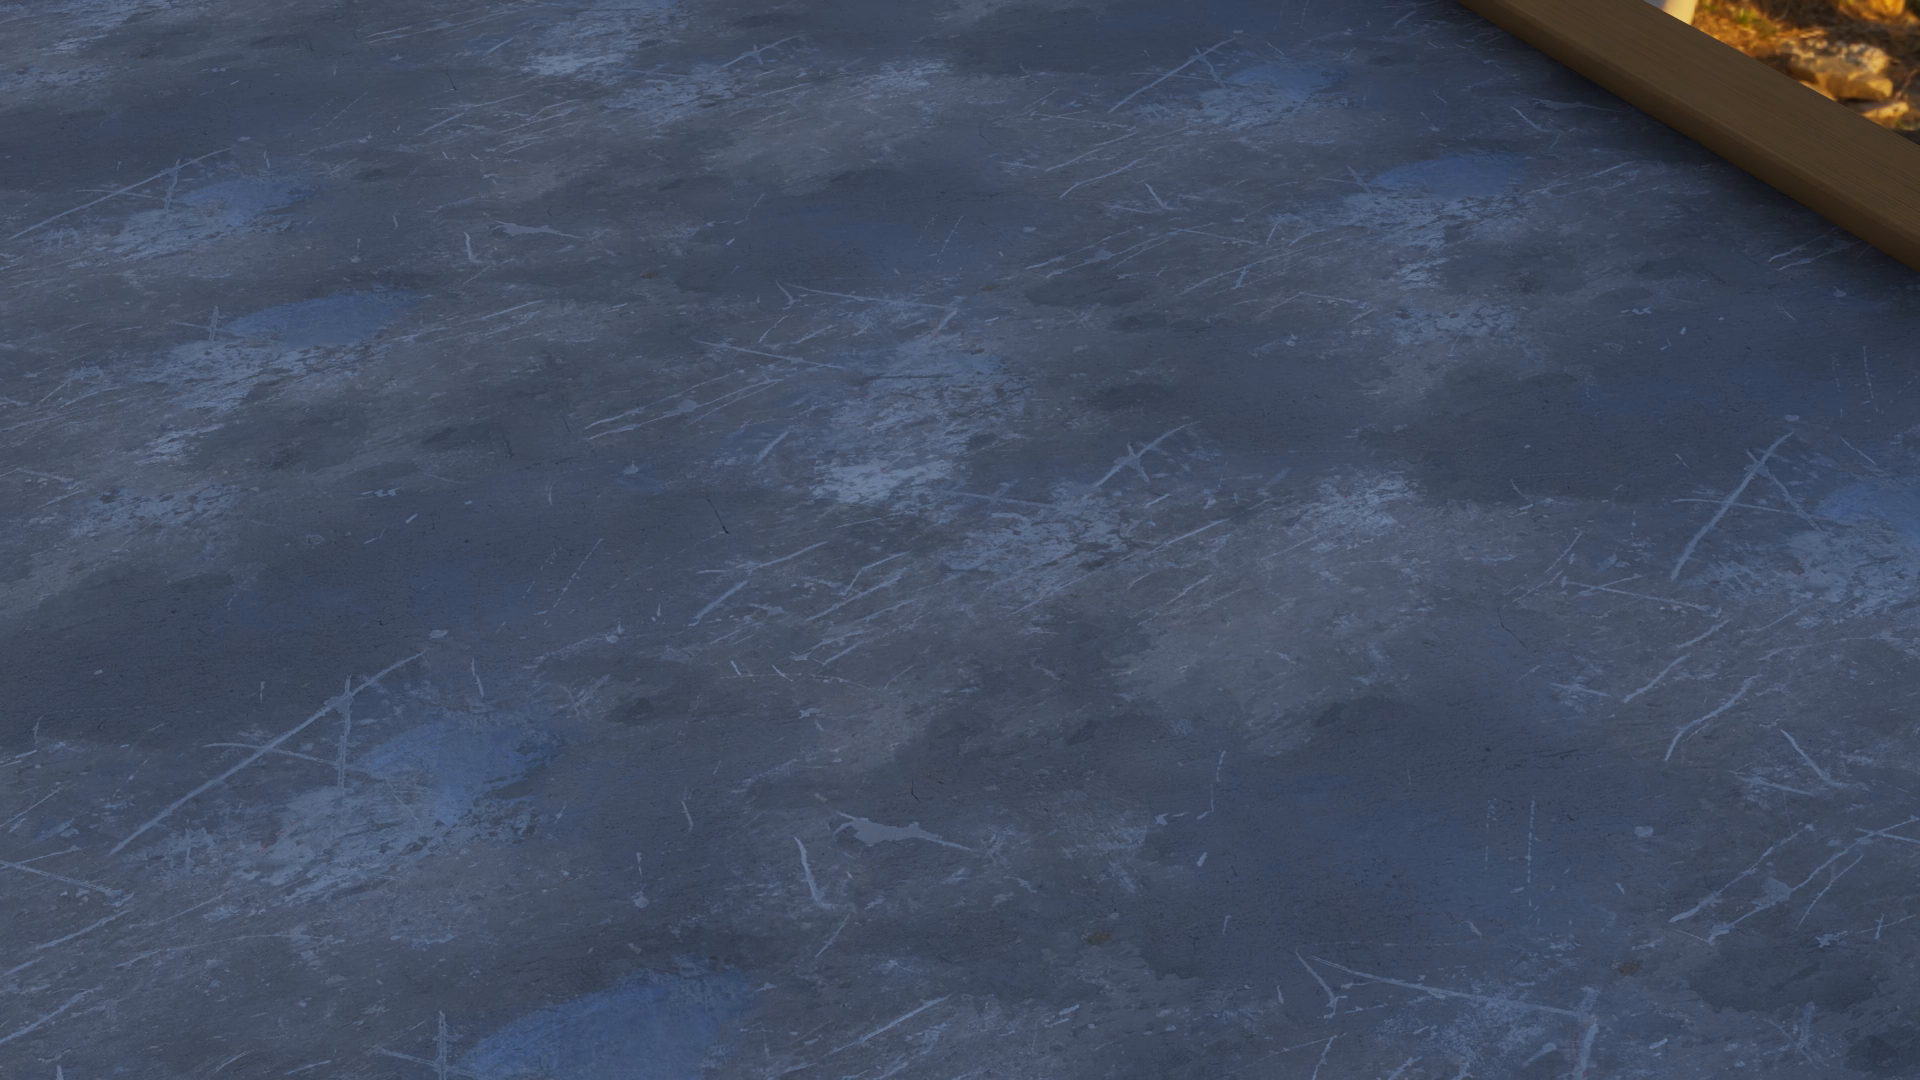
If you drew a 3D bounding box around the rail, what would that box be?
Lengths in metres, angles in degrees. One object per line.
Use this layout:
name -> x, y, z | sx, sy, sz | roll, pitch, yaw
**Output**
rail -> 0.574, -0.518, 2.890 | 0.045, 0.100, 3.397 | -9, 28, -17
